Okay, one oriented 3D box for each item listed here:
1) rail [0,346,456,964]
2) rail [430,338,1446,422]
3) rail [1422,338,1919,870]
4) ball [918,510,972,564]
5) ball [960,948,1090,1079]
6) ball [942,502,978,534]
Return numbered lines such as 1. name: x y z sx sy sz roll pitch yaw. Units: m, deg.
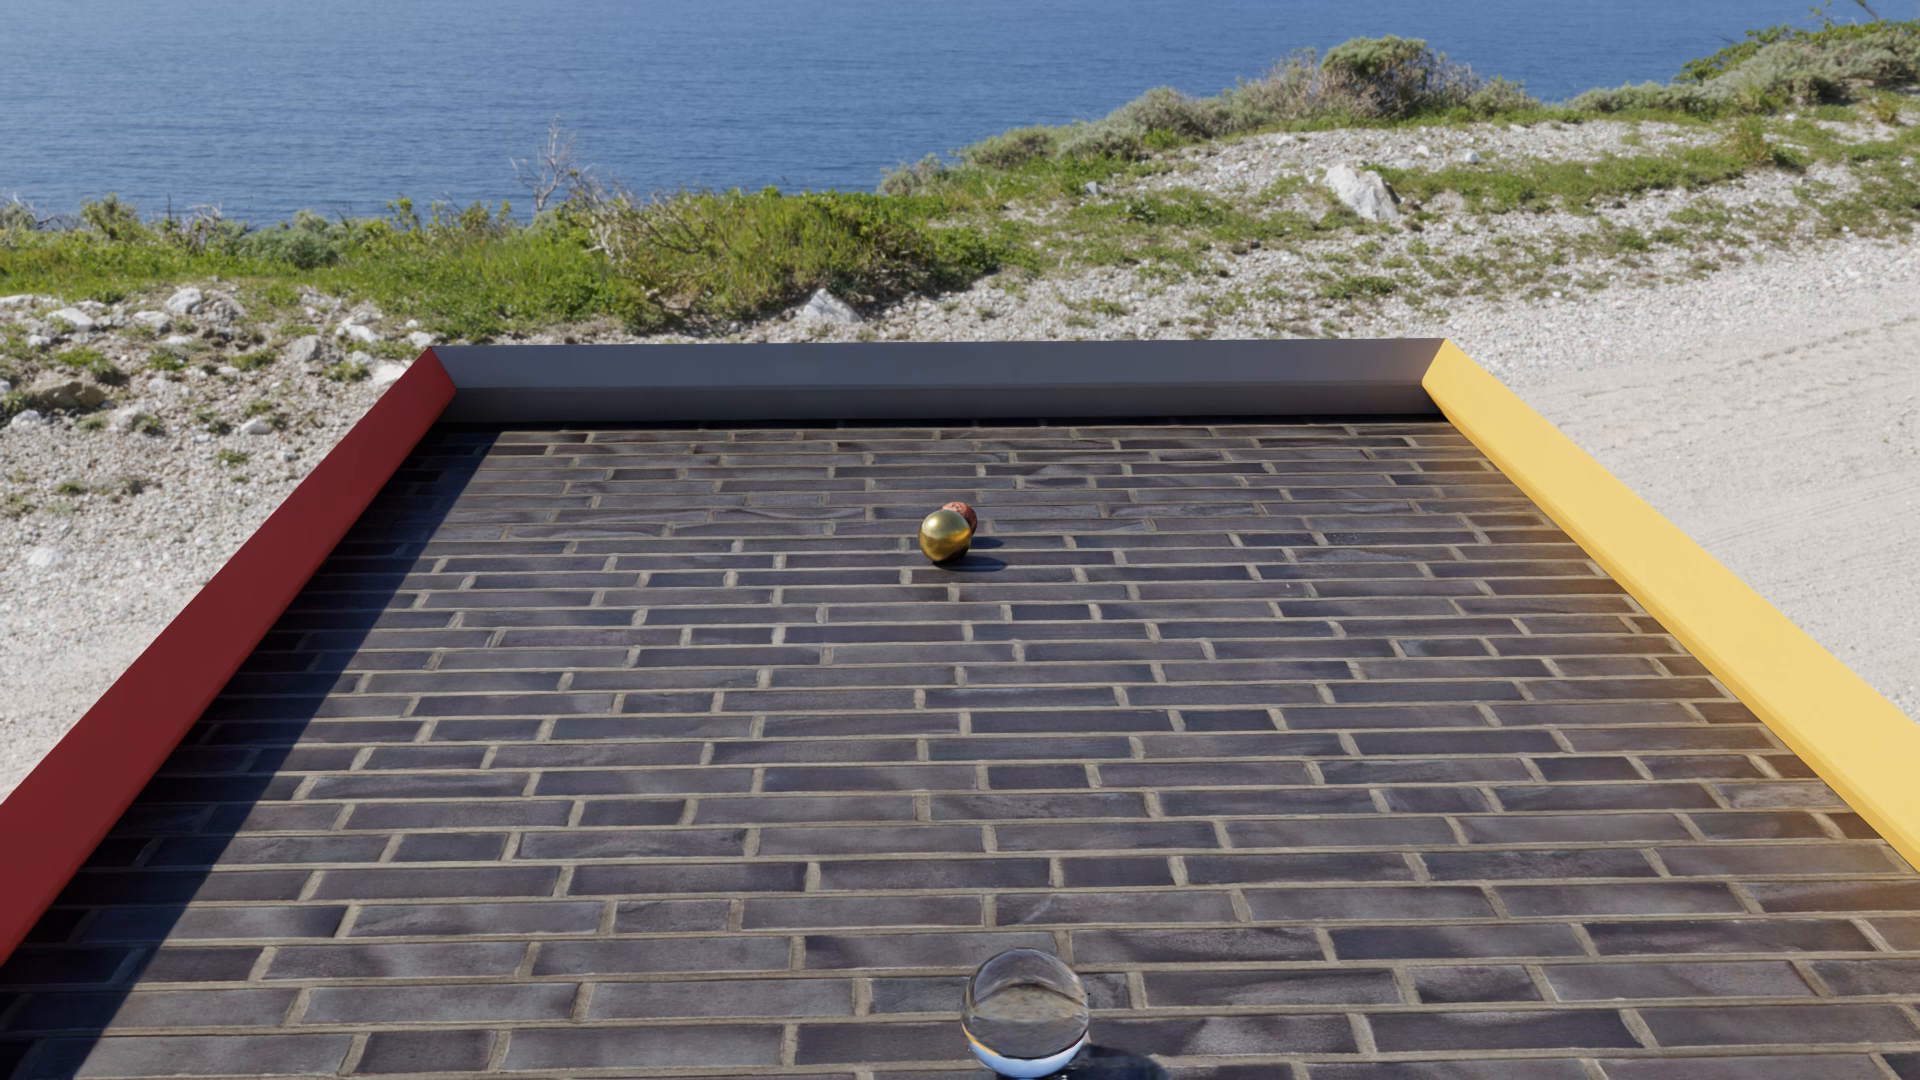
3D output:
1. rail: -0.712 0.193 1.884 0.045 0.115 2.927 -1 17 -2
2. rail: -0.026 -0.235 3.286 1.526 0.115 0.045 -1 17 -2
3. rail: 0.766 0.177 1.936 0.045 0.115 2.927 -1 17 -2
4. ball: -0.018 -0.004 2.619 0.065 0.065 0.065 0 17 0
5. ball: 0.045 0.324 1.504 0.088 0.088 0.088 0 17 0
6. ball: -0.004 -0.022 2.702 0.050 0.050 0.050 0 17 0
